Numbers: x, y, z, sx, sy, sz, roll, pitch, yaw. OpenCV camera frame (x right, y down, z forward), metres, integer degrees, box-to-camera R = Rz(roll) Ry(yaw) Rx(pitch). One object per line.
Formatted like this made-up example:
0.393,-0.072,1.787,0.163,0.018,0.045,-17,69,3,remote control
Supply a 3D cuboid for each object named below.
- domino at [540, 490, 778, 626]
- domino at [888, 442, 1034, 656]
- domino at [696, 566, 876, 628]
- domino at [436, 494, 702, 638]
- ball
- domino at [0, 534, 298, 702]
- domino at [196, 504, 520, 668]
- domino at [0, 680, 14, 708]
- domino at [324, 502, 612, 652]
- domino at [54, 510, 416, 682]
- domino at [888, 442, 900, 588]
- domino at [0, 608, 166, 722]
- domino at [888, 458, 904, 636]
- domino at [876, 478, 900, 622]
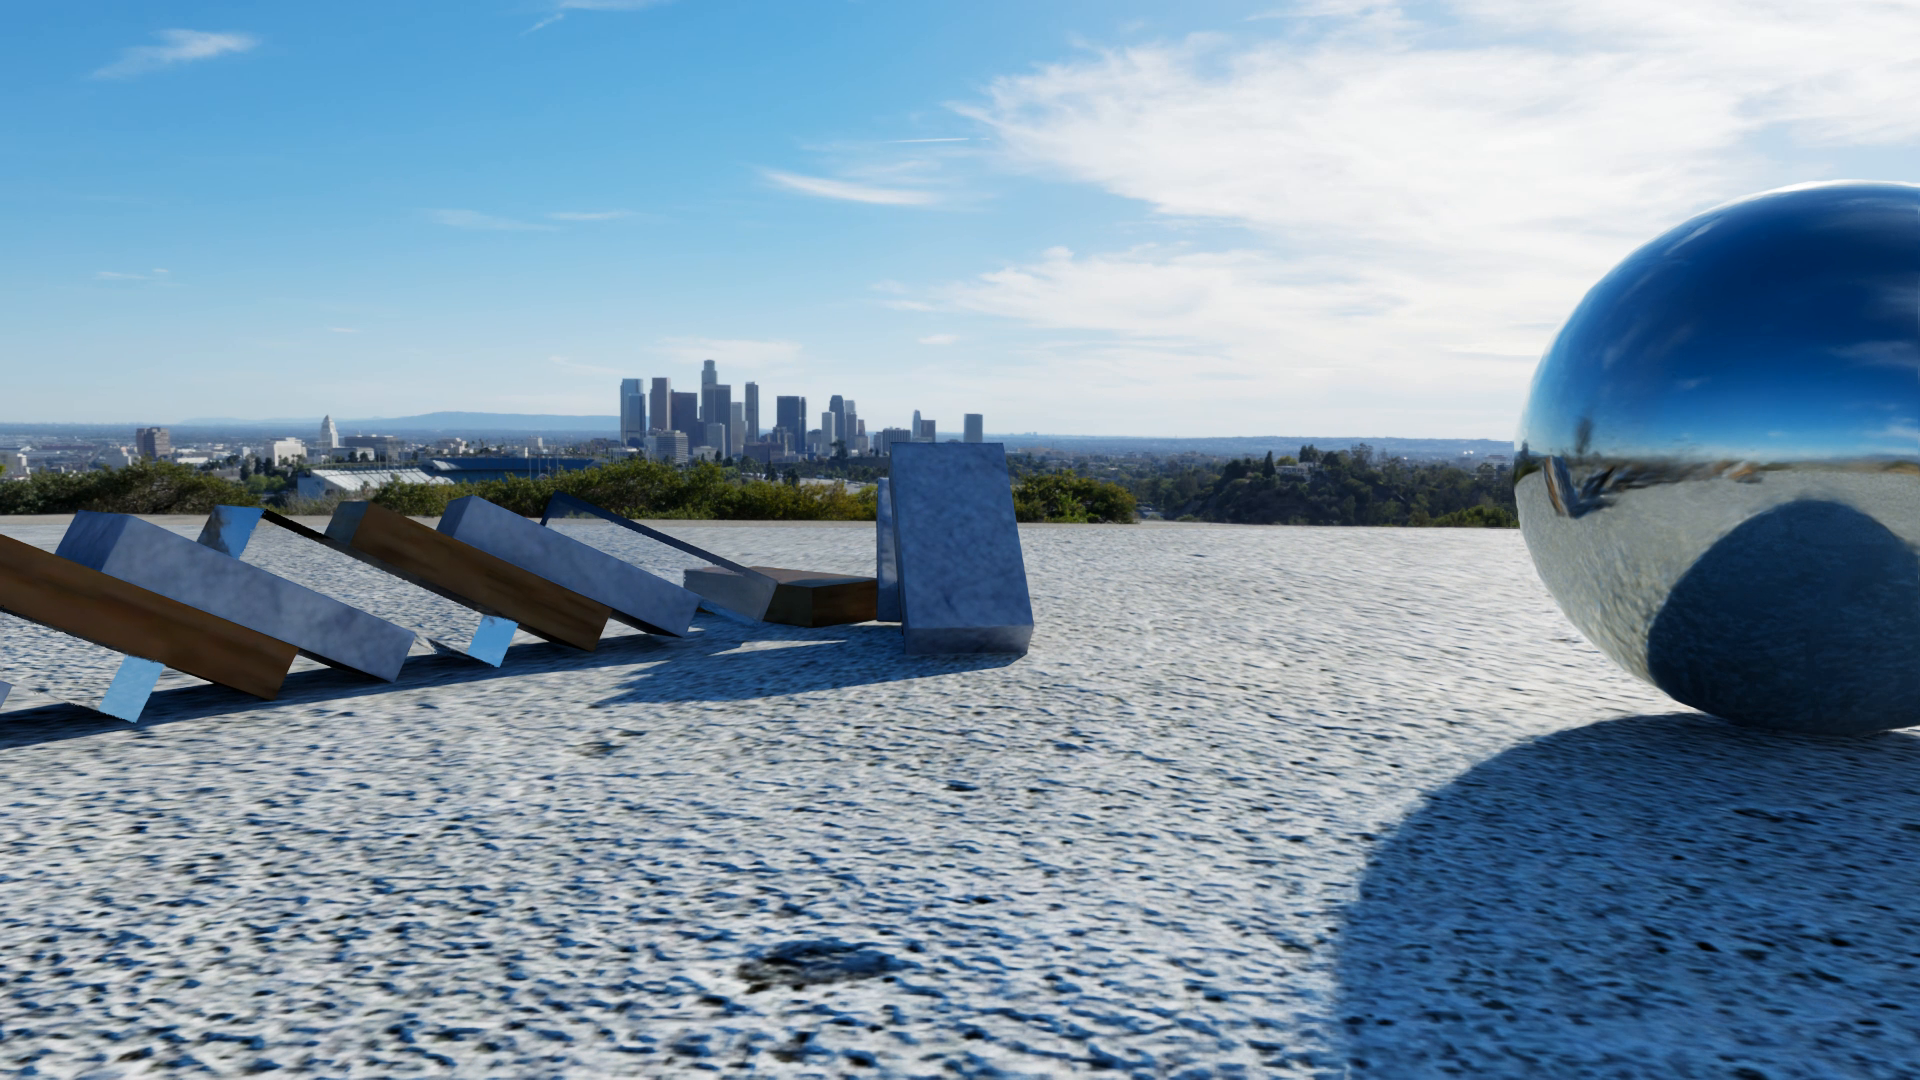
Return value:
-0.067,0.005,0.282,0.050,0.009,0.025,23,-12,-12,domino
-0.001,0.001,0.272,0.025,0.050,0.009,-1,-39,-9,domino
-0.045,0.014,0.322,0.050,0.010,0.025,4,6,41,domino
-0.082,0.006,0.267,0.050,0.009,0.025,28,-15,-28,domino
0.125,-0.012,0.189,0.080,0.080,0.080,0,4,0,ball
-0.136,0.011,0.204,0.025,0.009,0.050,4,-22,40,domino
-0.110,0.009,0.236,0.025,0.010,0.050,3,-22,43,domino
-0.159,0.014,0.170,0.025,0.009,0.050,3,-23,37,domino
-0.097,0.007,0.253,0.050,0.009,0.025,30,-16,-34,domino
-0.123,0.010,0.220,0.025,0.009,0.050,4,-22,40,domino
-0.001,0.000,0.285,0.025,0.050,0.010,-1,-39,-9,domino
-0.148,0.013,0.187,0.025,0.010,0.050,3,-23,37,domino
-0.002,-0.001,0.298,0.025,0.050,0.009,0,-39,-8,domino
-0.008,0.002,0.317,0.025,0.010,0.050,3,33,-6,domino
